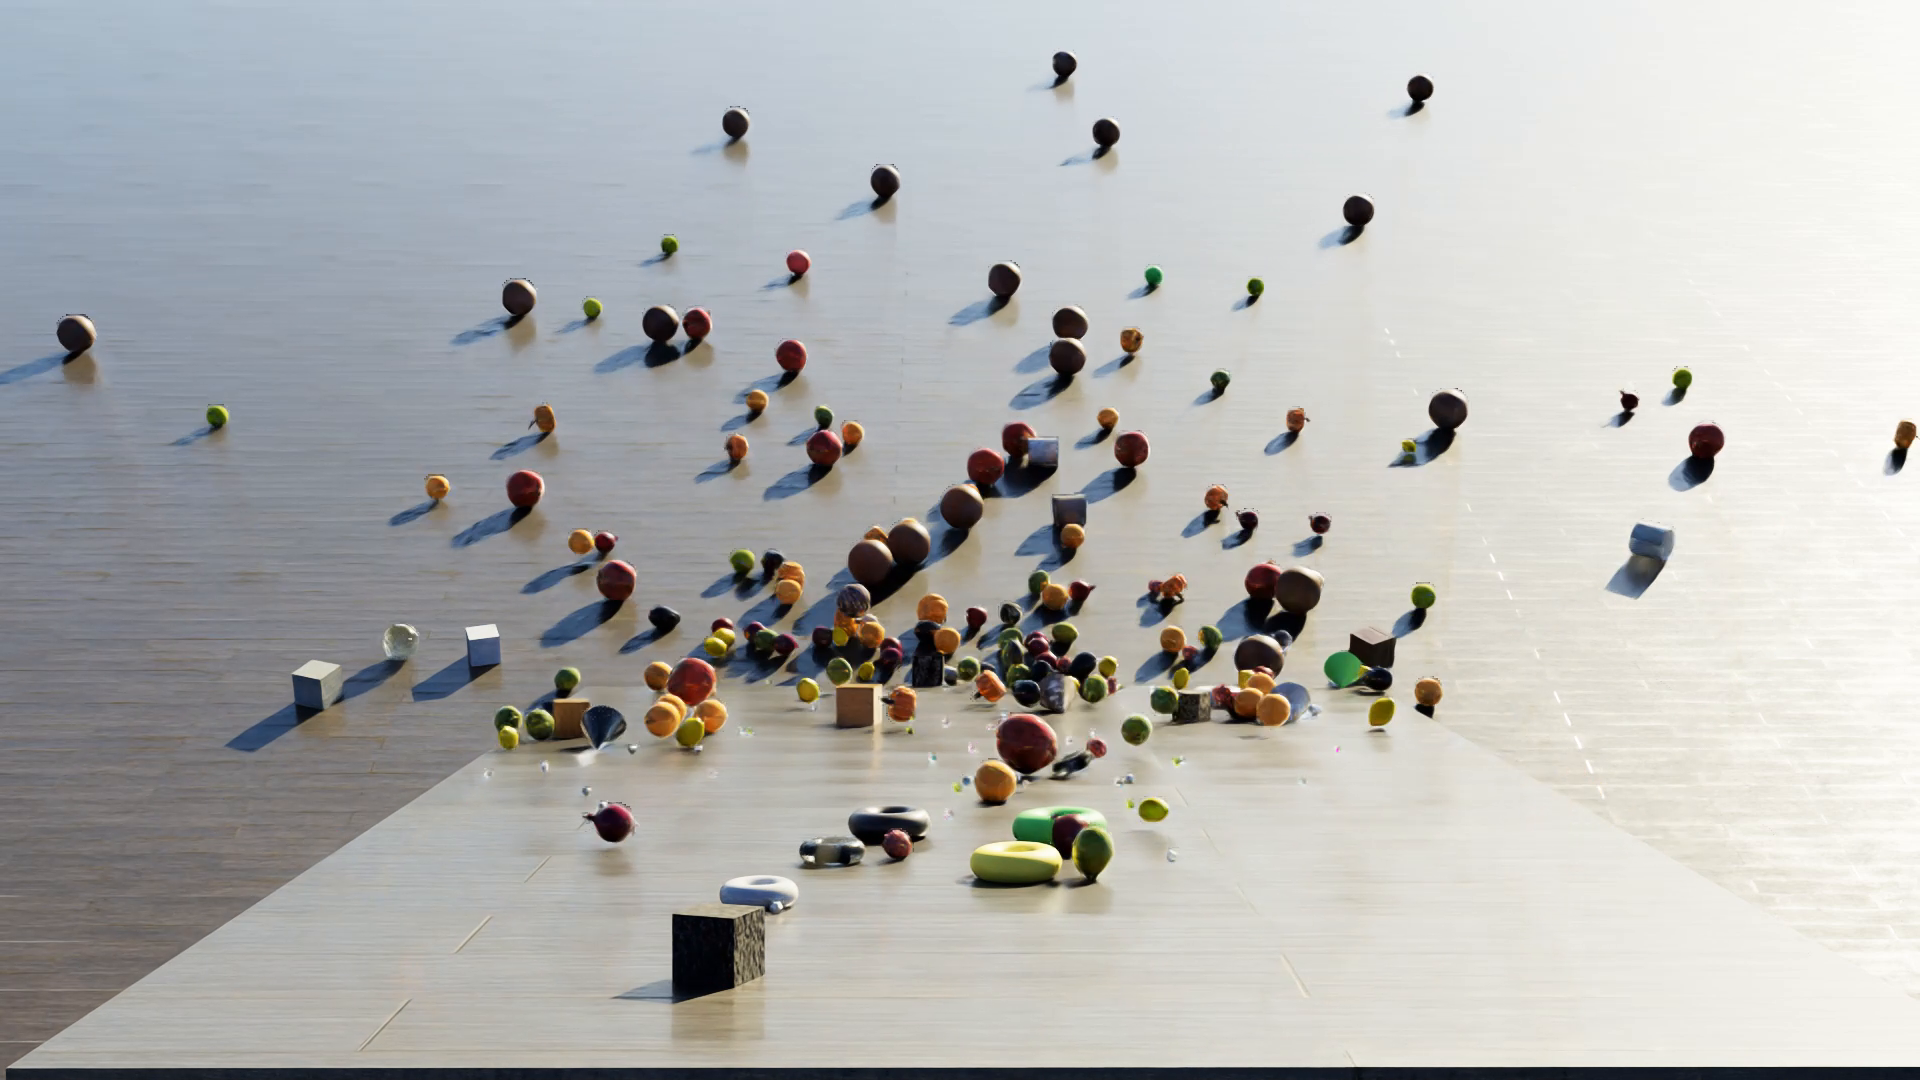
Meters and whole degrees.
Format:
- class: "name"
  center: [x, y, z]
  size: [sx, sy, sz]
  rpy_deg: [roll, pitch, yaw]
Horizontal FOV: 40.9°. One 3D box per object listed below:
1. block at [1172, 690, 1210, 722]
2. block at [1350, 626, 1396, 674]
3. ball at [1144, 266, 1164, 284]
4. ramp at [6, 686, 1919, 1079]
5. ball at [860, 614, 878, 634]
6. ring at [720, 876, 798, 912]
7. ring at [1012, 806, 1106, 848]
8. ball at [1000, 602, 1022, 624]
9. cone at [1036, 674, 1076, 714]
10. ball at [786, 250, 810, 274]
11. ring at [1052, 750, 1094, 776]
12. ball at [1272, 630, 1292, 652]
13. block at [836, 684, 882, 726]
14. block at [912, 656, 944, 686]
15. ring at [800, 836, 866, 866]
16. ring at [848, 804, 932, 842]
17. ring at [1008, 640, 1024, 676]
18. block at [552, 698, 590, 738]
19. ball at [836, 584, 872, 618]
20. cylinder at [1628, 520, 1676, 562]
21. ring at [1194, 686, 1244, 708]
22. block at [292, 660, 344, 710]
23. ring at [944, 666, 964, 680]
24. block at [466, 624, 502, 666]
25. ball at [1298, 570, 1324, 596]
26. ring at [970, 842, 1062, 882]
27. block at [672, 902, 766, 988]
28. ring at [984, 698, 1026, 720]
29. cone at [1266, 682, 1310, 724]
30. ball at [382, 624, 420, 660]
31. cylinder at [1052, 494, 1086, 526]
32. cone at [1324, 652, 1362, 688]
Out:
- class: "block"
  center: [0.514, 0.370, 5.728]
  size: [0.064, 0.064, 0.064]
  rpy_deg: [1, 2, 27]
- class: "block"
  center: [1.096, 0.290, 6.849]
  size: [0.085, 0.085, 0.085]
  rpy_deg: [-16, 28, -32]
- class: "ball"
  center: [0.739, -1.006, 9.795]
  size: [0.072, 0.072, 0.072]
  rpy_deg: [0, 24, 0]
- class: "ramp"
  center: [0.055, 0.496, 4.544]
  size: [2.000, 0.100, 4.000]
  rpy_deg: [0, 2, 0]
- class: "ball"
  center: [-0.247, 0.229, 7.030]
  size: [0.051, 0.051, 0.051]
  rpy_deg: [0, 24, 0]
- class: "ring"
  center: [-0.268, 0.471, 3.427]
  size: [0.106, 0.035, 0.106]
  rpy_deg: [-1, 3, 0]
- class: "ring"
  center: [0.153, 0.443, 3.974]
  size: [0.147, 0.049, 0.147]
  rpy_deg: [-1, 2, 0]
- class: "ball"
  center: [0.139, 0.201, 7.080]
  size: [0.061, 0.061, 0.061]
  rpy_deg: [0, 24, 0]
- class: "cone"
  center: [0.228, 0.373, 5.900]
  size: [0.096, 0.096, 0.096]
  rpy_deg: [-4, 29, -8]
- class: "ball"
  center: [-0.621, -1.069, 9.914]
  size: [0.092, 0.092, 0.092]
  rpy_deg: [0, 24, 0]
- class: "ring"
  center: [0.210, 0.413, 4.775]
  size: [0.081, 0.027, 0.081]
  rpy_deg: [-24, 3, 1]
- class: "ball"
  center: [0.866, 0.272, 6.923]
  size: [0.058, 0.058, 0.058]
  rpy_deg: [0, 24, 0]
- class: "block"
  center: [-0.222, 0.362, 5.676]
  size: [0.083, 0.083, 0.083]
  rpy_deg: [0, 2, 10]
- class: "block"
  center: [-0.081, 0.335, 6.591]
  size: [0.079, 0.079, 0.079]
  rpy_deg: [0, -4, 1]
- class: "ring"
  center: [-0.188, 0.458, 3.795]
  size: [0.098, 0.033, 0.098]
  rpy_deg: [-1, 3, 0]
- class: "ring"
  center: [-0.110, 0.444, 4.037]
  size: [0.132, 0.044, 0.132]
  rpy_deg: [-1, 3, 0]
- class: "ring"
  center: [0.142, 0.300, 6.585]
  size: [0.031, 0.093, 0.093]
  rpy_deg: [-5, 24, -7]
- class: "block"
  center: [-0.822, 0.376, 5.443]
  size: [0.074, 0.074, 0.074]
  rpy_deg: [-1, 2, -13]
- class: "ball"
  center: [-0.286, 0.163, 6.938]
  size: [0.094, 0.094, 0.094]
  rpy_deg: [0, 24, 0]
- class: "cylinder"
  center: [2.010, 0.003, 7.481]
  size: [0.098, 0.098, 0.098]
  rpy_deg: [17, 29, 34]
- class: "ring"
  center: [0.604, 0.368, 6.055]
  size: [0.130, 0.043, 0.130]
  rpy_deg: [-1, 3, 0]
- class: "block"
  center: [-1.660, 0.374, 6.656]
  size: [0.088, 0.088, 0.088]
  rpy_deg: [9, 26, 20]
- class: "ring"
  center: [-0.037, 0.348, 6.751]
  size: [0.096, 0.032, 0.096]
  rpy_deg: [5, -2, 0]
- class: "block"
  center: [-1.273, 0.281, 6.877]
  size: [0.079, 0.079, 0.079]
  rpy_deg: [-7, 25, -16]
- class: "ball"
  center: [0.989, 0.122, 7.246]
  size: [0.072, 0.072, 0.072]
  rpy_deg: [0, 24, 0]
- class: "ring"
  center: [0.079, 0.458, 3.658]
  size: [0.131, 0.044, 0.131]
  rpy_deg: [-1, 3, 0]
- class: "block"
  center: [-0.278, 0.466, 2.966]
  size: [0.079, 0.079, 0.079]
  rpy_deg: [1, 2, 22]
- class: "ring"
  center: [0.102, 0.392, 5.794]
  size: [0.095, 0.032, 0.095]
  rpy_deg: [0, 34, 0]
- class: "cone"
  center: [0.728, 0.381, 5.685]
  size: [0.097, 0.097, 0.097]
  rpy_deg: [1, 31, 2]
- class: "ball"
  center: [-1.493, 0.273, 6.873]
  size: [0.097, 0.097, 0.097]
  rpy_deg: [0, 24, 0]
- class: "cylinder"
  center: [0.328, -0.090, 7.705]
  size: [0.087, 0.087, 0.087]
  rpy_deg: [-3, 24, -8]
- class: "cone"
  center: [0.969, 0.350, 6.515]
  size: [0.097, 0.097, 0.097]
  rpy_deg: [3, 29, 8]
